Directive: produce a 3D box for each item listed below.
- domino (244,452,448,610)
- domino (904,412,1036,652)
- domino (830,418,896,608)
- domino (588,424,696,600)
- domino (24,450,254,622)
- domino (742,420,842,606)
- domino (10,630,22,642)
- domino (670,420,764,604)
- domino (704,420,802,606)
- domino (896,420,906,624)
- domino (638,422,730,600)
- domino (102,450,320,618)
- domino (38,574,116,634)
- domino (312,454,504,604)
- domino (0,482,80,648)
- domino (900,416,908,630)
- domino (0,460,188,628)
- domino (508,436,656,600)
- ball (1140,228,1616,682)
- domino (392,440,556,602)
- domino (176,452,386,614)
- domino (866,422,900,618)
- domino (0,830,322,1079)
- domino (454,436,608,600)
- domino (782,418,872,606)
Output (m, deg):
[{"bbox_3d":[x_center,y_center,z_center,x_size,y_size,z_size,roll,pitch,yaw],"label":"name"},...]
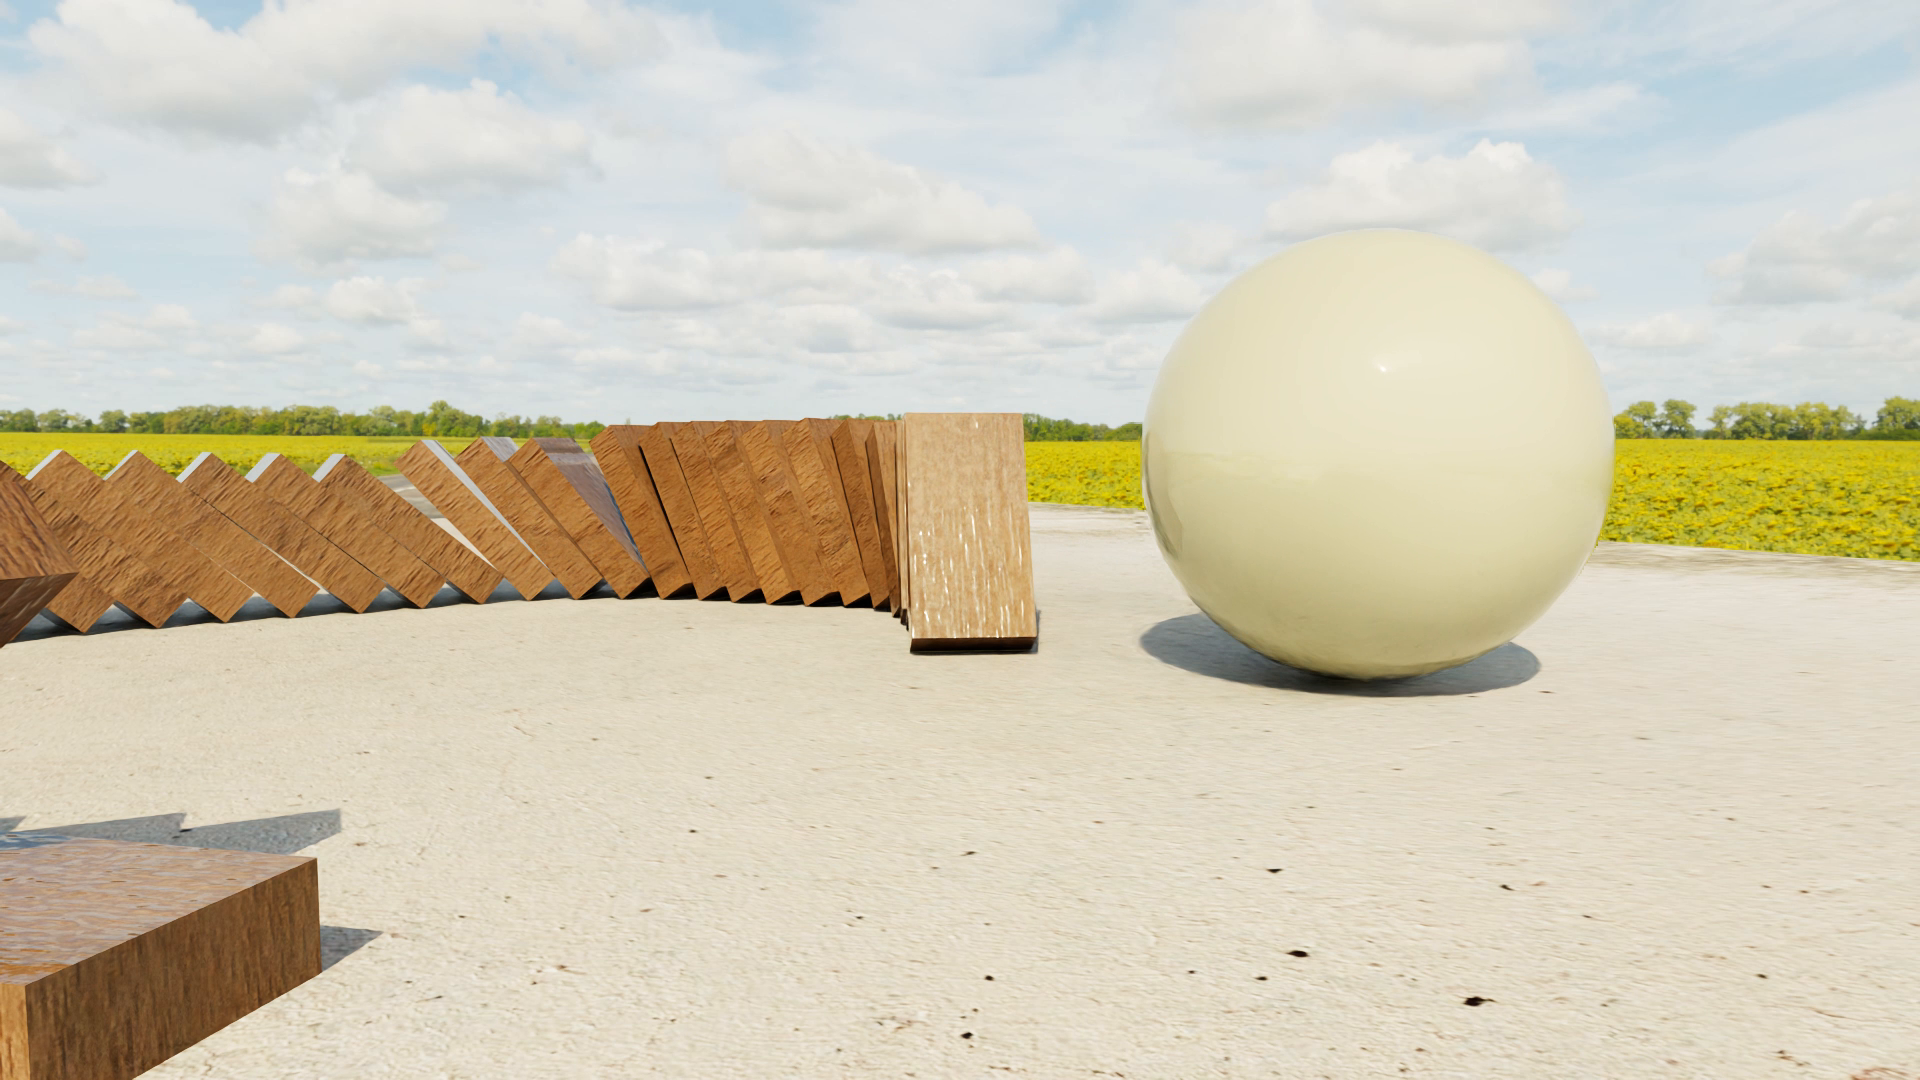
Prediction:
[{"bbox_3d":[-0.158,-0.002,0.330,0.050,0.009,0.025,46,-21,-28],"label":"domino"},{"bbox_3d":[0.001,-0.002,0.268,0.025,0.050,0.009,0,-22,-5],"label":"domino"},{"bbox_3d":[-0.016,-0.007,0.338,0.025,0.050,0.010,0,-25,-35],"label":"domino"},{"bbox_3d":[-0.083,-0.009,0.363,0.010,0.050,0.025,-32,-11,26],"label":"domino"},{"bbox_3d":[-0.194,-0.001,0.303,0.025,0.010,0.050,5,-37,51],"label":"domino"},{"bbox_3d":[-0.039,-0.008,0.348,0.010,0.050,0.025,-30,-13,33],"label":"domino"},{"bbox_3d":[-0.221,0.002,0.267,0.025,0.009,0.050,2,-39,35],"label":"domino"},{"bbox_3d":[-0.060,-0.009,0.355,0.010,0.050,0.025,-30,-13,32],"label":"domino"},{"bbox_3d":[-0.050,-0.008,0.351,0.010,0.050,0.025,-30,-13,32],"label":"domino"},{"bbox_3d":[-0.002,-0.005,0.312,0.025,0.050,0.010,0,-25,-5],"label":"domino"},{"bbox_3d":[-0.070,-0.009,0.360,0.010,0.050,0.025,-30,-14,32],"label":"domino"},{"bbox_3d":[-0.182,-0.001,0.313,0.050,0.009,0.025,47,-22,-28],"label":"domino"},{"bbox_3d":[-0.214,0.001,0.281,0.025,0.009,0.050,2,-39,43],"label":"domino"},{"bbox_3d":[-0.147,-0.003,0.340,0.050,0.009,0.025,44,-19,-27],"label":"domino"},{"bbox_3d":[-0.097,0.015,0.099,0.050,0.009,0.025,-38,-5,12],"label":"domino"},{"bbox_3d":[-0.001,-0.005,0.300,0.025,0.050,0.010,0,-22,-5],"label":"domino"},{"bbox_3d":[-0.204,0.000,0.292,0.025,0.010,0.050,4,-38,46],"label":"domino"},{"bbox_3d":[-0.103,-0.007,0.363,0.009,0.050,0.025,-40,-2,9],"label":"domino"},{"bbox_3d":[0.072,-0.015,0.229,0.080,0.080,0.080,0,4,0],"label":"ball"},{"bbox_3d":[-0.132,-0.006,0.354,0.009,0.050,0.025,-43,12,-7],"label":"domino"},{"bbox_3d":[-0.170,-0.002,0.321,0.050,0.010,0.025,46,-22,-28],"label":"domino"},{"bbox_3d":[-0.007,-0.006,0.325,0.025,0.050,0.010,-1,-26,-19],"label":"domino"},{"bbox_3d":[-0.079,0.031,0.097,0.050,0.010,0.025,1,4,13],"label":"domino"},{"bbox_3d":[-0.117,-0.007,0.360,0.009,0.050,0.025,-40,4,2],"label":"domino"},{"bbox_3d":[-0.028,-0.008,0.345,0.010,0.050,0.025,-30,-15,33],"label":"domino"}]
